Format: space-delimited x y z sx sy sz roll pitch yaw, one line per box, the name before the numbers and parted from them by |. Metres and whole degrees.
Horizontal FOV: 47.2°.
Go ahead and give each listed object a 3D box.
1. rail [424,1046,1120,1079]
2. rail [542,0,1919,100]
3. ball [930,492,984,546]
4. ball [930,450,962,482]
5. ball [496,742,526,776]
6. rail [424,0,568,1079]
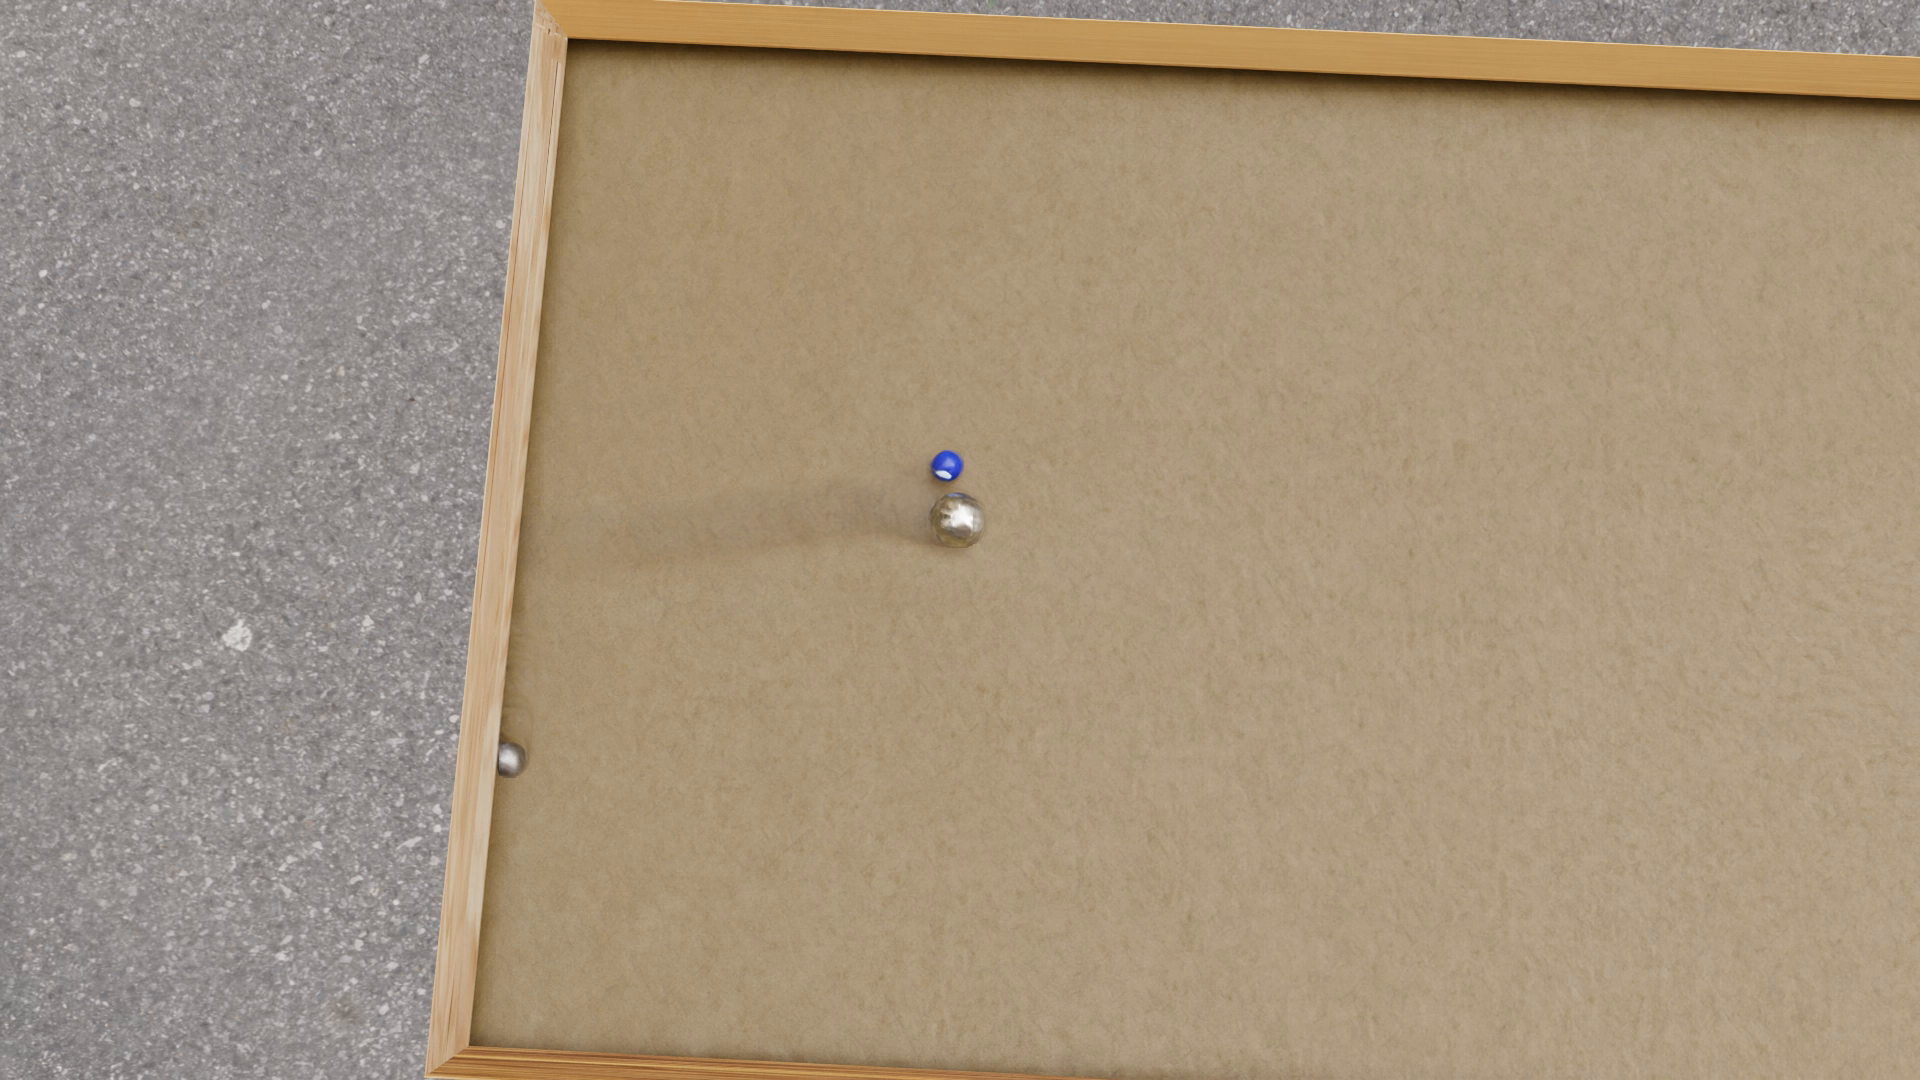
rail | 0.668 0.808 3.111 2.833 0.108 0.045 3 77 1
rail | 0.747 -0.754 3.482 2.833 0.108 0.045 3 77 1
ball | -0.004 -0.031 3.324 0.083 0.083 0.083 0 77 0
ball | -0.021 -0.113 3.361 0.048 0.048 0.048 0 77 0
ball | -0.668 0.324 3.256 0.051 0.051 0.051 0 77 0
rail | -0.684 -0.040 3.312 0.045 0.108 1.655 3 77 1
